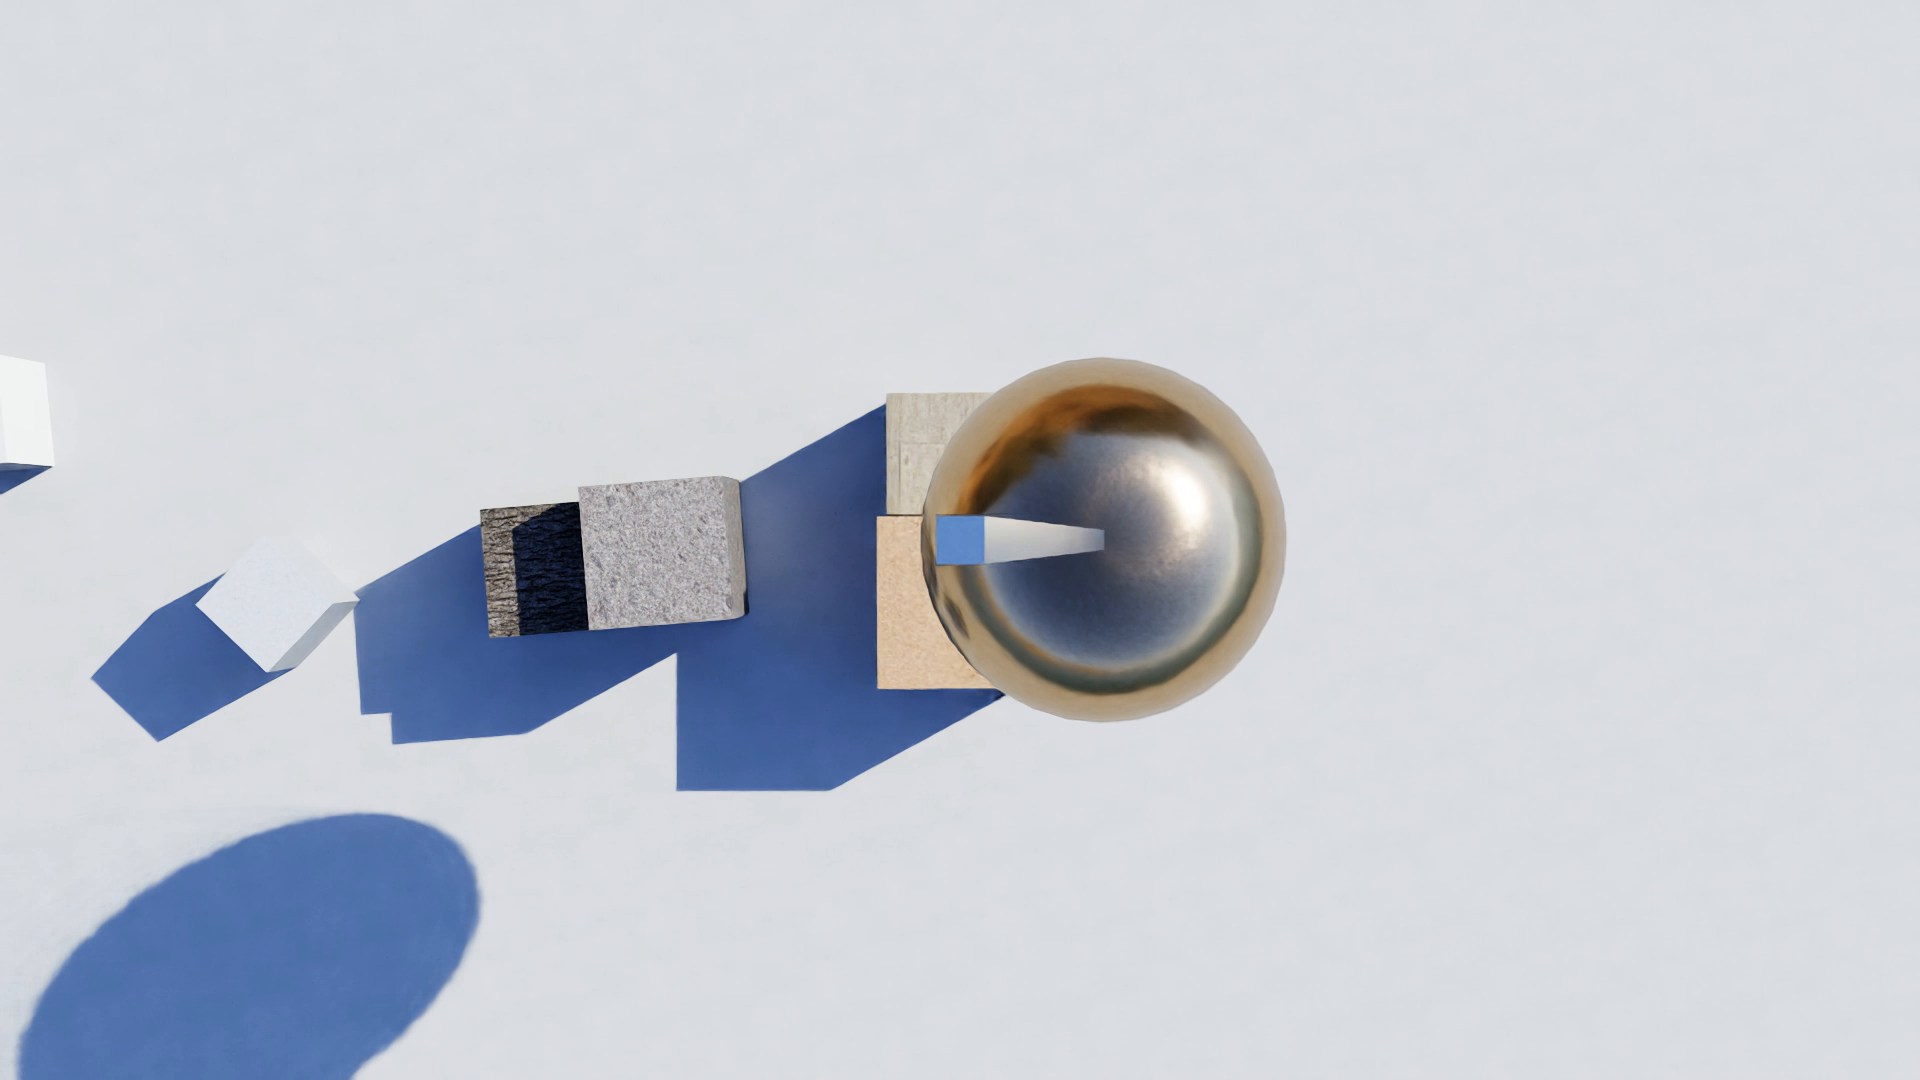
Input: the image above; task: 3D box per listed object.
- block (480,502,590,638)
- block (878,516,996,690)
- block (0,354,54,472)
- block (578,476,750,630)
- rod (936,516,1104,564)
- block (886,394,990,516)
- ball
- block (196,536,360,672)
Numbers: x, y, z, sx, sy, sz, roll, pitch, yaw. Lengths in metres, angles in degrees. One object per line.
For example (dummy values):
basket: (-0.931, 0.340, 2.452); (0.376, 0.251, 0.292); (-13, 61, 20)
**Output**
block: (-2.377, 0.166, 12.684); (0.595, 0.632, 0.727); (-5, 90, 0)
block: (-0.002, 0.347, 12.568); (0.907, 0.863, 0.953); (0, 90, 0)
block: (-5.659, -0.714, 12.676); (0.556, 0.648, 0.611); (-6, 90, 0)
block: (-1.670, 0.070, 12.534); (0.793, 0.933, 0.790); (-5, 90, 0)
rod: (0.270, 0.000, 6.220); (0.080, 5.200, 0.080); (0, 90, 6)
block: (-0.008, -0.482, 12.668); (0.812, 0.663, 0.684); (0, 90, 0)
ball: (0.623, 0.000, 9.602); (1.600, 1.600, 1.600); (0, 90, 0)
block: (-3.926, 0.361, 12.707); (0.555, 0.586, 0.542); (44, 90, 0)
